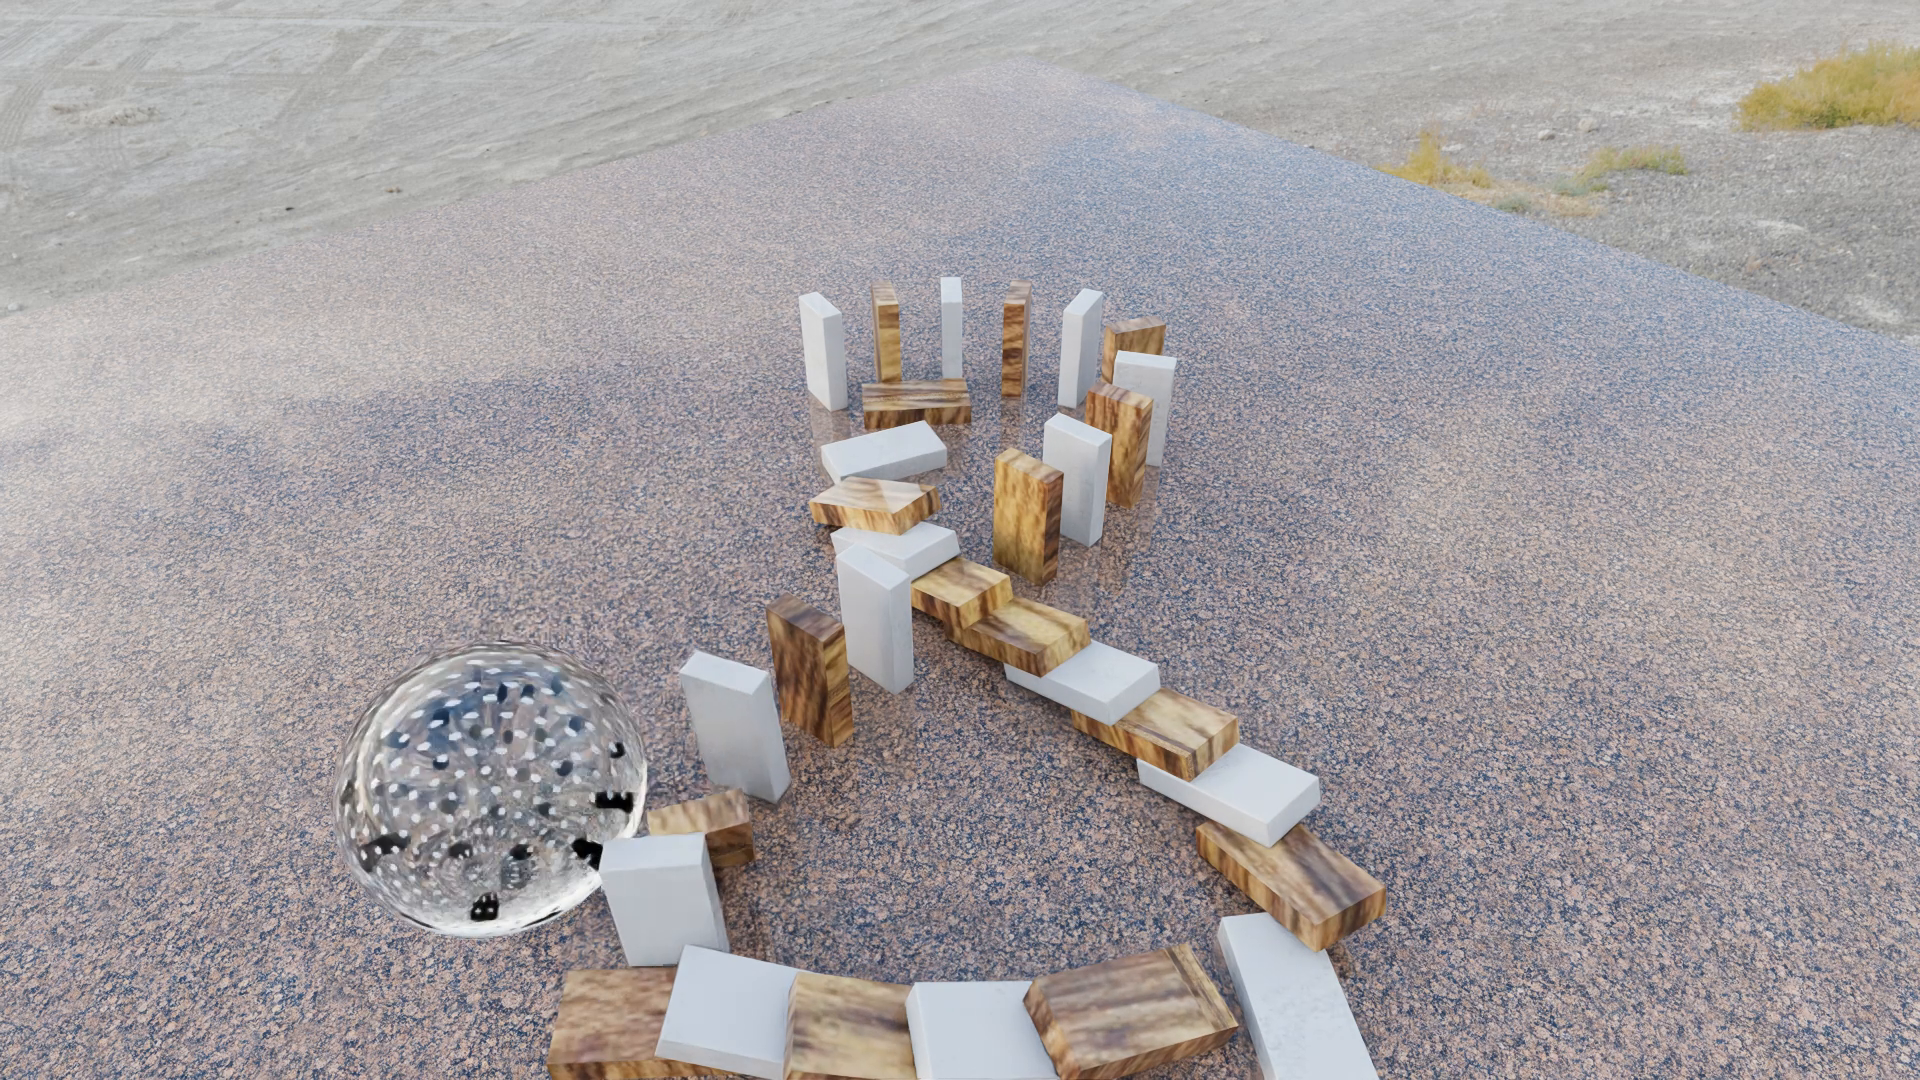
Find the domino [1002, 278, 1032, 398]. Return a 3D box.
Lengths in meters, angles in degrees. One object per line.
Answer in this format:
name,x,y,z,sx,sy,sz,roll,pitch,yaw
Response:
domino,0.027,-0.097,0.530,0.010,0.050,0.025,7,40,9

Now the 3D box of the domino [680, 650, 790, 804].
domino,-0.069,0.058,0.339,0.025,0.050,0.009,13,41,19

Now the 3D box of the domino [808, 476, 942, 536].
domino,-0.035,-0.014,0.445,0.050,0.010,0.025,9,33,41

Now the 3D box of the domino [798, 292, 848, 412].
domino,-0.064,-0.088,0.519,0.010,0.050,0.025,-22,44,-24

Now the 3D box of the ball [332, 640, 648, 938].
ball,-0.128,0.068,0.305,0.080,0.080,0.080,0,39,0

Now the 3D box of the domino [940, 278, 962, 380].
domino,-0.004,-0.098,0.531,0.009,0.050,0.025,-1,39,-1

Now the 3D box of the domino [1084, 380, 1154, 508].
domino,0.065,-0.039,0.459,0.025,0.050,0.009,23,45,26

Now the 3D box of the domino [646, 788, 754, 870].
domino,-0.072,0.084,0.310,0.025,0.050,0.009,-12,66,-15

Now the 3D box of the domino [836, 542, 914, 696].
domino,-0.029,0.028,0.378,0.025,0.050,0.010,30,48,31

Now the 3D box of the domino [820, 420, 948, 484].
domino,-0.034,-0.037,0.489,0.050,0.010,0.025,-16,42,-19

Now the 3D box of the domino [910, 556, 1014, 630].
domino,-0.007,0.016,0.413,0.025,0.010,0.050,-30,32,-31

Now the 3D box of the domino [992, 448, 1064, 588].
domino,0.026,-0.008,0.422,0.025,0.050,0.009,29,47,31

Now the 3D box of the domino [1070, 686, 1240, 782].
domino,0.063,0.059,0.359,0.025,0.009,0.050,-29,29,-31

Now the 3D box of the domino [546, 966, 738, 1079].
domino,-0.079,0.126,0.289,0.050,0.009,0.025,-1,39,-2

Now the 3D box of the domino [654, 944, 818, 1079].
domino,-0.049,0.122,0.281,0.050,0.009,0.025,16,37,-10

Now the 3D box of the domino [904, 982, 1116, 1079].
domino,0.013,0.126,0.278,0.050,0.010,0.025,8,36,-20

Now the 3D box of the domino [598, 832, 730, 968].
domino,-0.077,0.098,0.291,0.025,0.050,0.009,-3,37,-4

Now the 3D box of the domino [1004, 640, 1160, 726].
domino,0.041,0.045,0.376,0.025,0.010,0.050,-30,30,-31

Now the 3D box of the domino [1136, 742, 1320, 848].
domino,0.082,0.074,0.341,0.025,0.009,0.050,-29,29,-31

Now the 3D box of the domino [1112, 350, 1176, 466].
domino,0.079,-0.057,0.481,0.025,0.050,0.010,10,40,12

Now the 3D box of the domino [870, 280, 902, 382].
domino,-0.035,-0.096,0.529,0.009,0.050,0.025,-7,40,-9

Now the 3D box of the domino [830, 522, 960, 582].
domino,-0.026,0.001,0.429,0.025,0.009,0.050,-30,29,-31

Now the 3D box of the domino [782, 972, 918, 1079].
domino,-0.018,0.126,0.277,0.050,0.009,0.025,13,37,-14

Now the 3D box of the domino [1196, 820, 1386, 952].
domino,0.094,0.095,0.316,0.025,0.010,0.050,-19,25,-21

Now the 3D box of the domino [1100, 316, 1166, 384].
domino,0.078,-0.077,0.505,0.025,0.050,0.010,-13,41,-16

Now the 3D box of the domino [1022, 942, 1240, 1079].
domino,0.044,0.122,0.283,0.050,0.010,0.025,0,36,-29

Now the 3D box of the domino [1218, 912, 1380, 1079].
domino,0.089,0.124,0.292,0.025,0.010,0.050,-4,40,-5

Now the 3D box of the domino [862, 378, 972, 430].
domino,-0.021,-0.065,0.523,0.050,0.010,0.025,-4,39,-5

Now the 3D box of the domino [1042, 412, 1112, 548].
domino,0.046,-0.024,0.440,0.025,0.050,0.009,27,47,29

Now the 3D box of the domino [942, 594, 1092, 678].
domino,0.019,0.032,0.392,0.025,0.010,0.050,-30,29,-31

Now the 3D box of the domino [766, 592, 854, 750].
domino,-0.049,0.043,0.359,0.025,0.050,0.010,26,46,29

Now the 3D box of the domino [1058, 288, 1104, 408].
domino,0.057,-0.091,0.522,0.010,0.050,0.025,18,43,20
